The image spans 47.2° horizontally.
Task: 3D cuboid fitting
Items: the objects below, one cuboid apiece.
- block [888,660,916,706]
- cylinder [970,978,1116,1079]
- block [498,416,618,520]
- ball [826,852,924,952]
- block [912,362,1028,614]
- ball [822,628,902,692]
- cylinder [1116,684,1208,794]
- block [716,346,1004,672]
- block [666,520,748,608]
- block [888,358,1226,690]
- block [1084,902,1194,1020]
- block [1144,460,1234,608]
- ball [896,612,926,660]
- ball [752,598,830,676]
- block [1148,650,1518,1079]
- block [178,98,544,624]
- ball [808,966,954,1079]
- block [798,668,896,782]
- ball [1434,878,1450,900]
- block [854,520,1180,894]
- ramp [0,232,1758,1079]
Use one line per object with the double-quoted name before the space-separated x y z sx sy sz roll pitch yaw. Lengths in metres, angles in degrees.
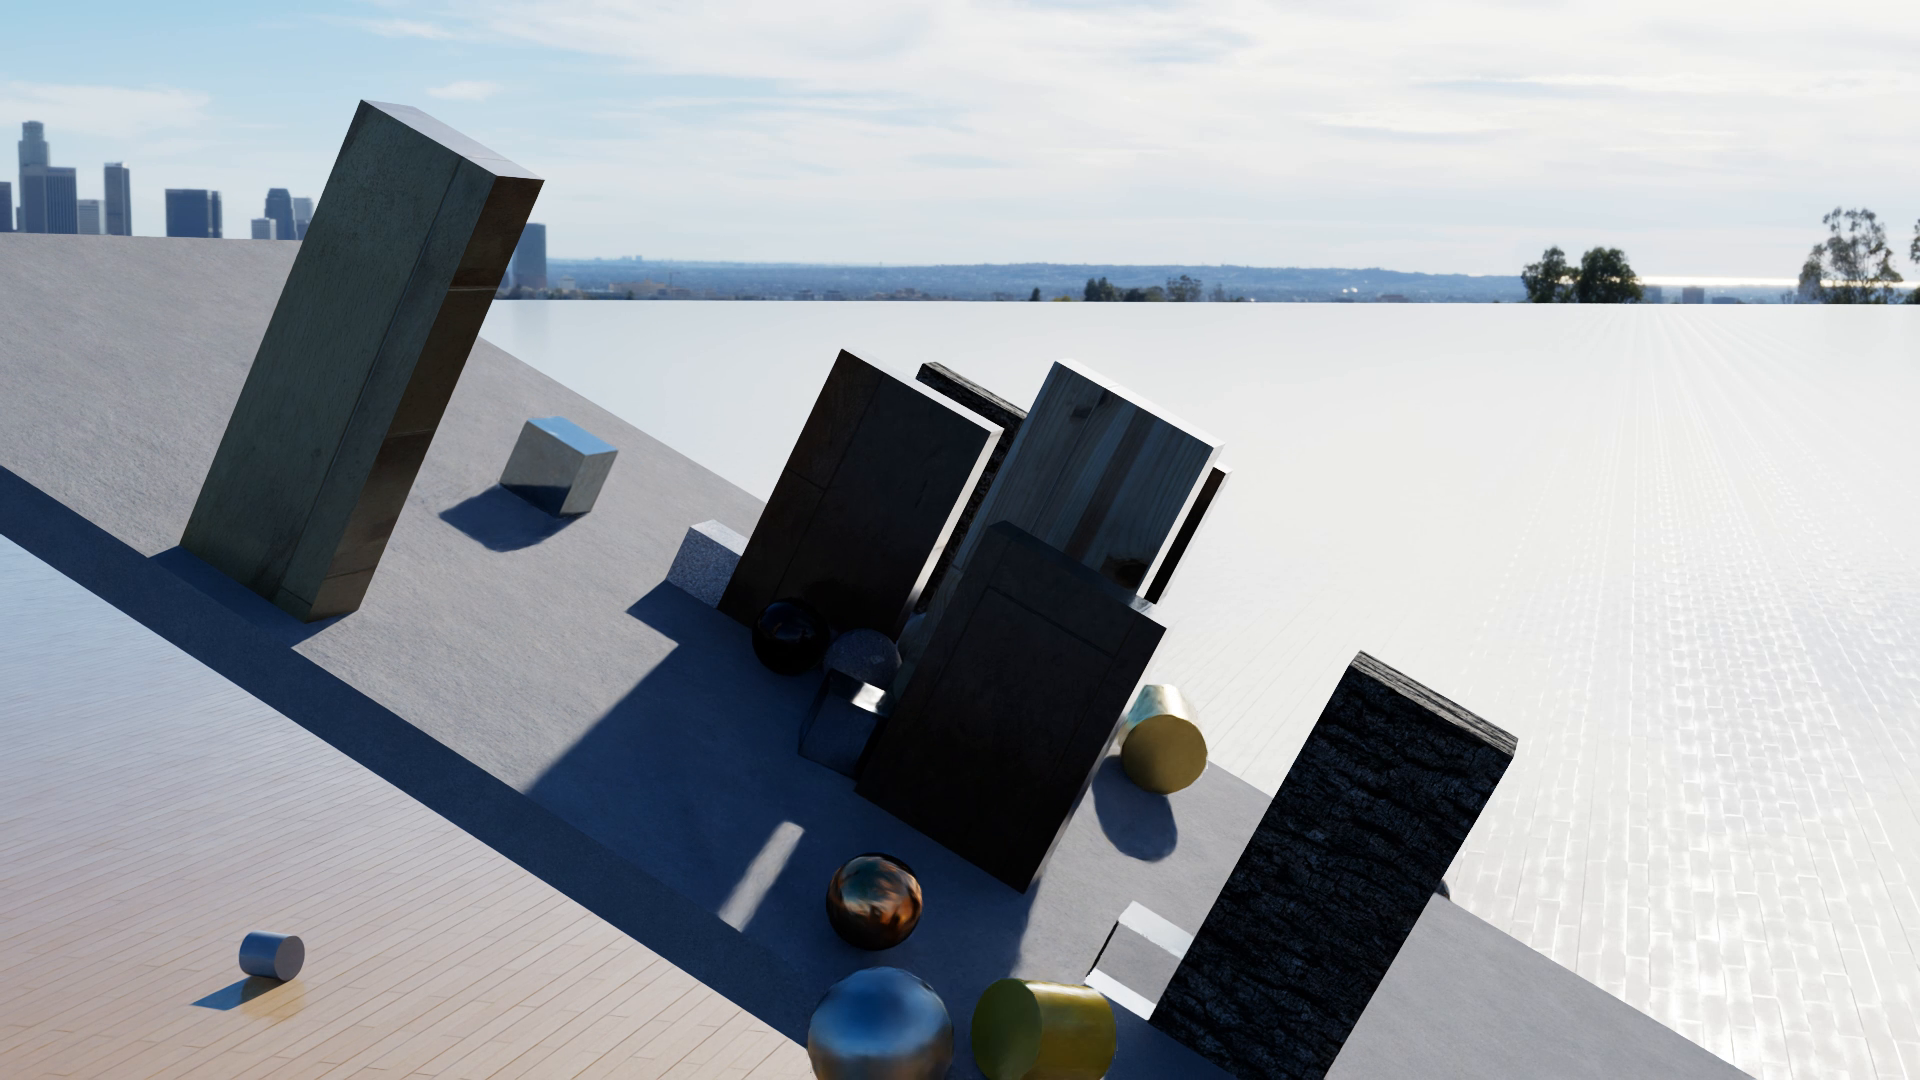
"block" -0.055 0.355 4.003 0.171 0.171 0.171 24 14 -13
"cylinder" 0.118 0.700 3.116 0.146 0.146 0.146 17 -6 -41
"block" -0.817 -0.149 4.480 0.147 0.147 0.147 30 14 13
"ball" -0.127 0.537 3.268 0.145 0.145 0.145 0 7 0
"block" -0.070 -0.115 4.970 0.260 0.509 0.101 30 14 12
"ball" -0.187 0.244 4.205 0.151 0.151 0.151 0 7 0
"cylinder" 0.421 0.417 4.628 0.178 0.178 0.178 0 17 -1
"block" -0.199 -0.039 4.301 0.338 0.584 0.087 30 14 12
"block" -0.493 0.047 4.417 0.122 0.122 0.122 30 14 11
"block" 0.157 0.087 4.086 0.330 0.781 0.115 30 14 12
"block" 0.293 0.681 3.569 0.119 0.119 0.119 30 14 12
"block" 0.255 0.096 4.415 0.287 0.694 0.082 30 14 12
"ball" -0.053 0.223 4.518 0.154 0.154 0.154 0 7 0
"ball" -0.322 0.184 4.181 0.149 0.149 0.149 0 7 0
"block" 0.585 0.539 3.468 0.279 0.670 0.144 30 14 12
"block" -0.933 -0.272 3.417 0.252 0.768 0.149 30 14 12
"ball" -0.104 0.664 2.911 0.195 0.195 0.195 0 7 0
"block" -0.201 0.330 3.915 0.129 0.129 0.129 25 14 -9
"ball" 1.327 1.019 6.295 0.150 0.150 0.150 0 7 0
"block" 0.093 0.285 3.775 0.347 0.531 0.104 30 14 12
"ramp" -0.229 0.382 4.151 4.000 0.100 2.000 30 14 12
